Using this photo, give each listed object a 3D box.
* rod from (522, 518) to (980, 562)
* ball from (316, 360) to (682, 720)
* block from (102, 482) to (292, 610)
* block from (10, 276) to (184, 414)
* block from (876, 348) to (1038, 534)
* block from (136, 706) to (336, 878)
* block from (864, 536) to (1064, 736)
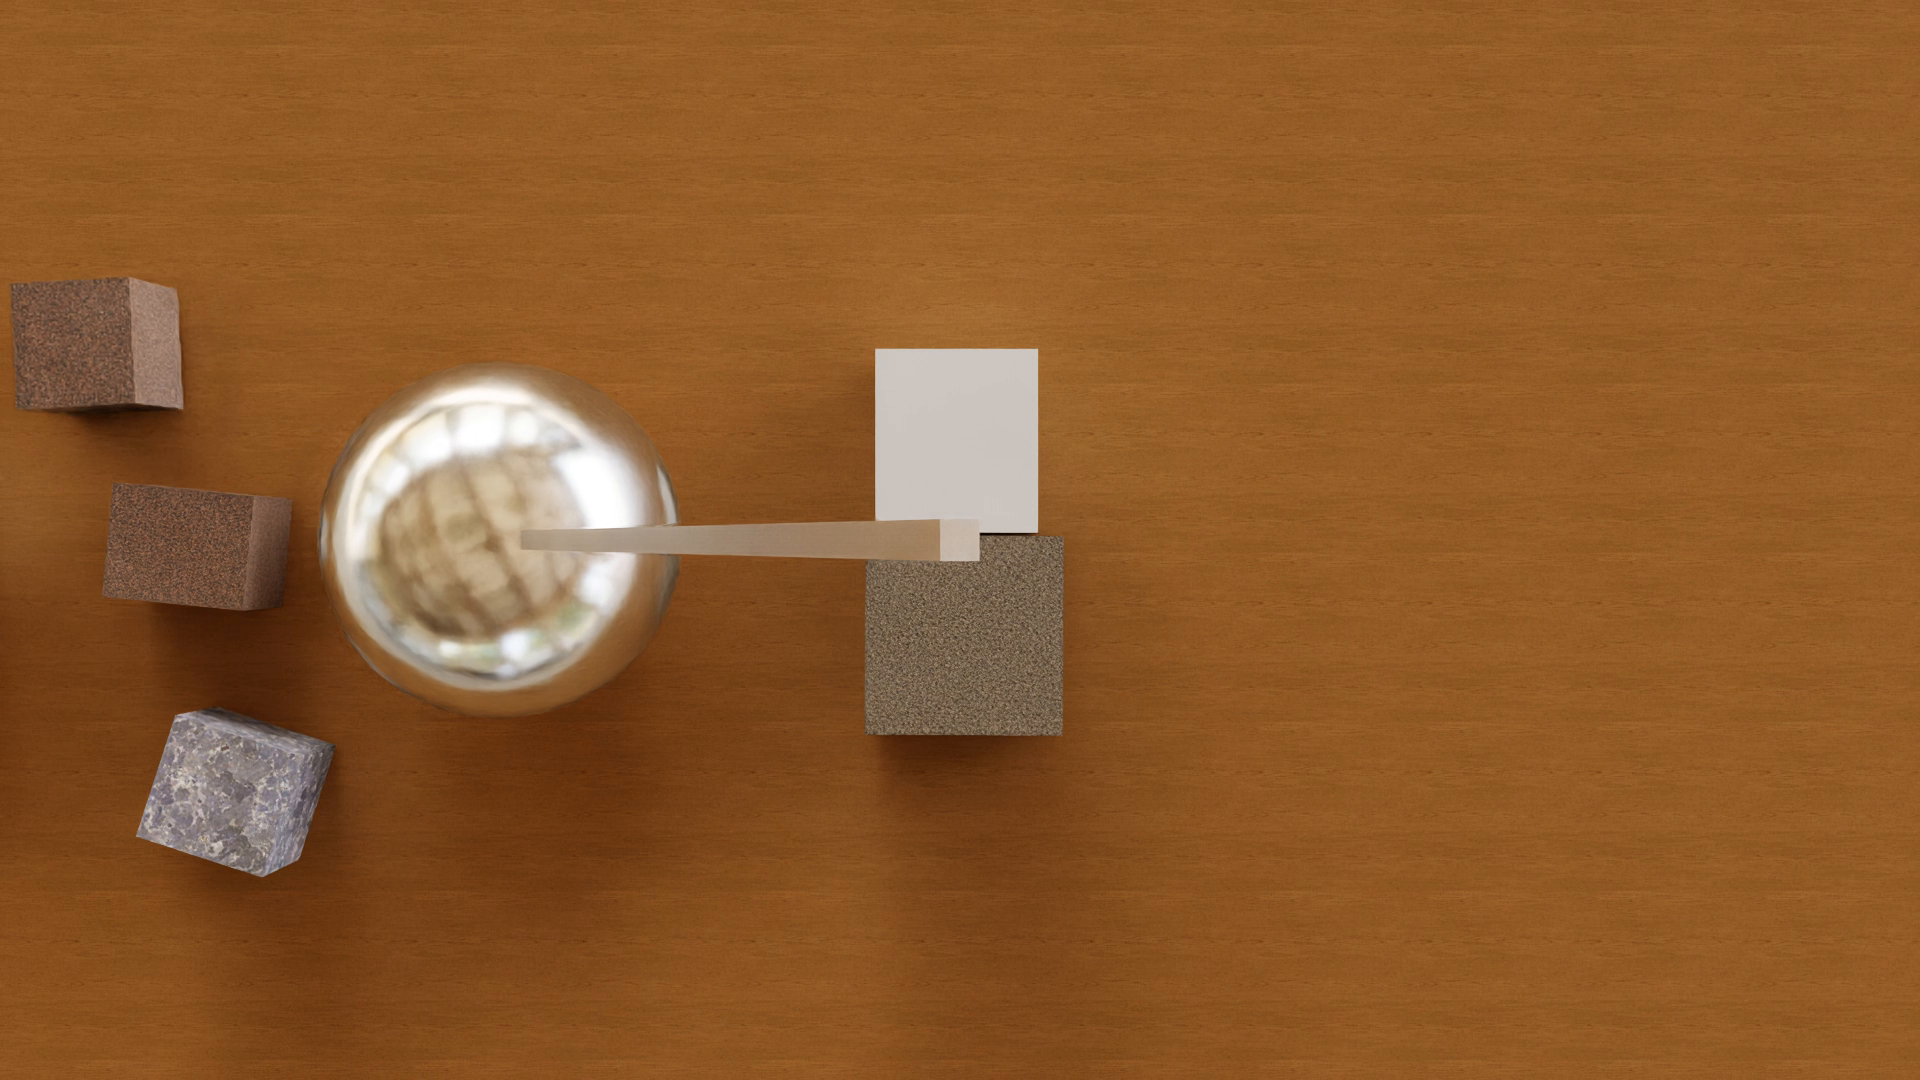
[{"bbox_3d":[-0.886,0.000,6.642,0.080,5.200,0.080,0,90,-20],"label":"rod"},{"bbox_3d":[-2.045,0.000,9.839,1.600,1.600,1.600,0,90,0],"label":"ball"},{"bbox_3d":[-4.370,0.036,12.643,0.791,0.714,0.642,6,90,0],"label":"block"},{"bbox_3d":[-4.951,-1.106,12.647,0.682,0.663,0.707,-3,90,3],"label":"block"},{"bbox_3d":[-0.018,-0.546,12.558,0.895,0.885,1.012,0,90,0],"label":"block"},{"bbox_3d":[-4.151,1.435,12.656,0.744,0.687,0.713,18,90,0],"label":"block"},{"bbox_3d":[0.023,0.517,12.464,1.074,1.071,1.083,0,90,0],"label":"block"}]
